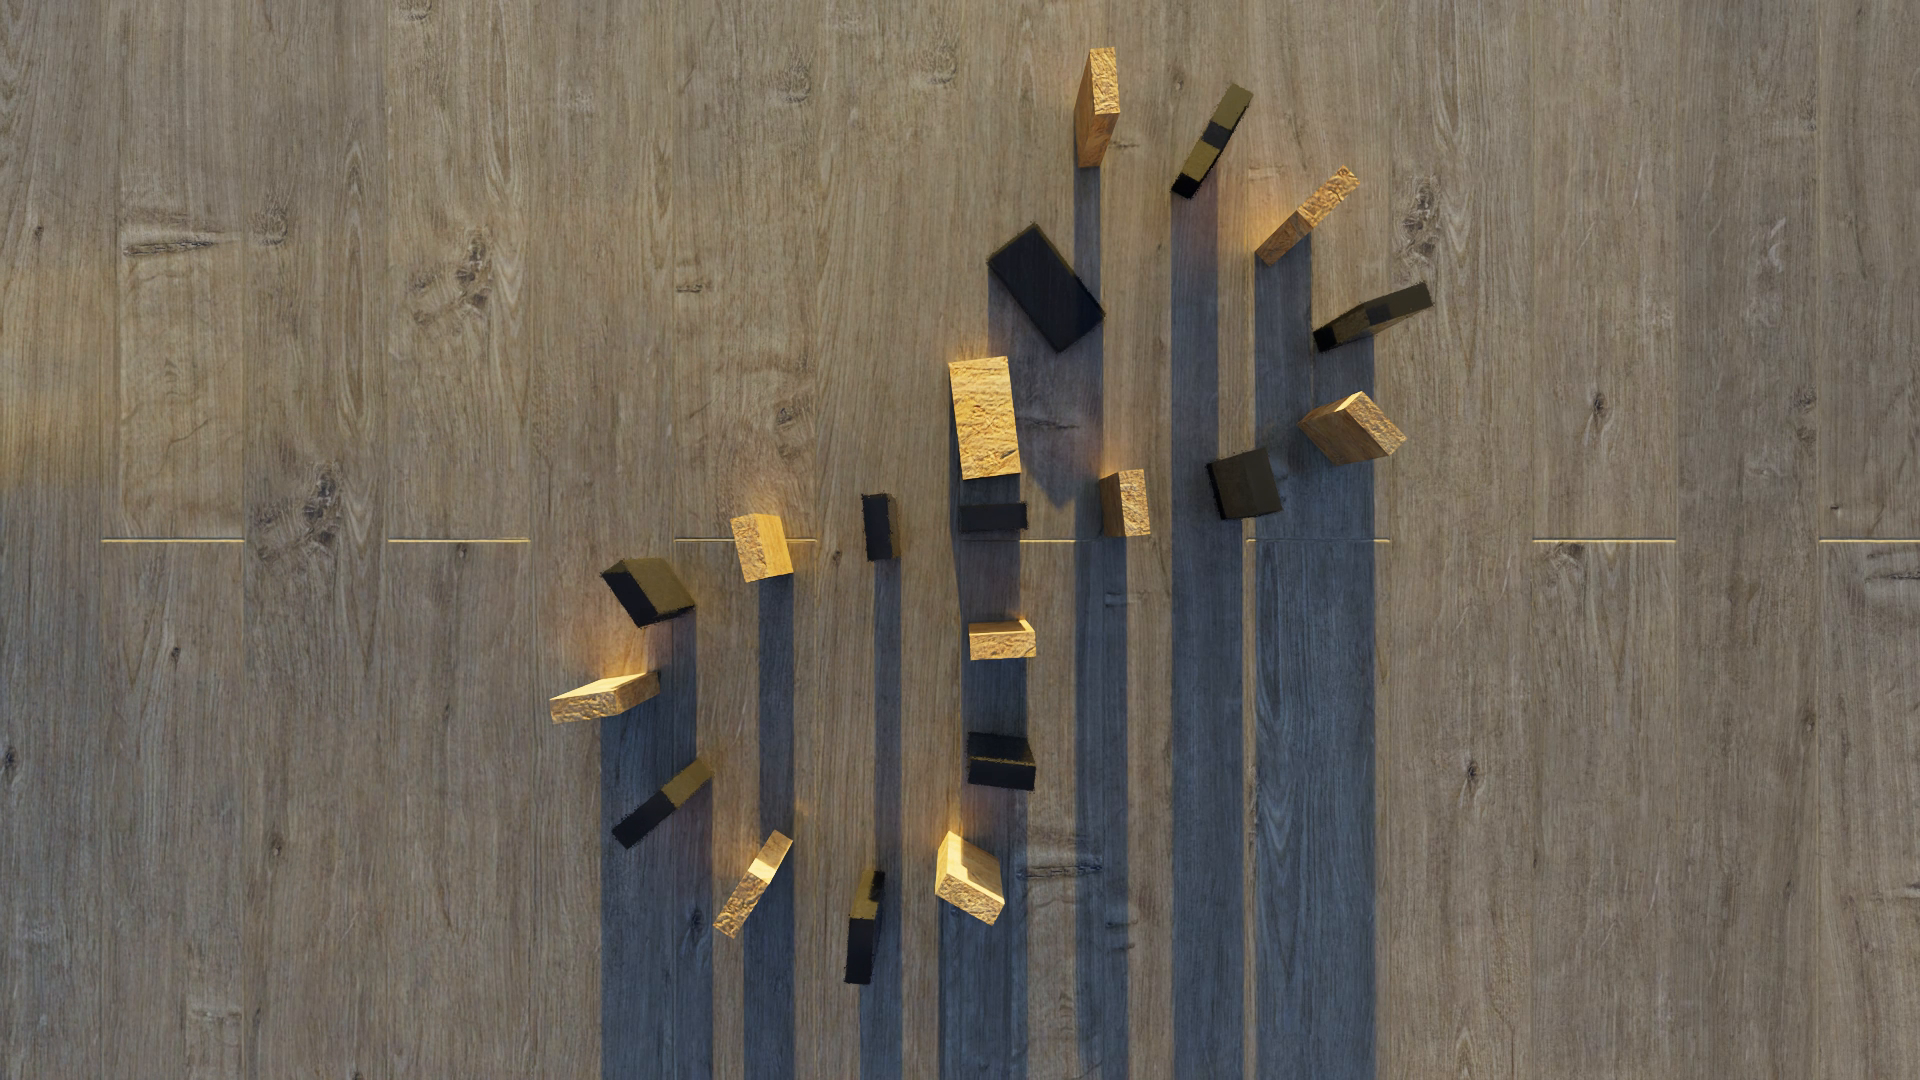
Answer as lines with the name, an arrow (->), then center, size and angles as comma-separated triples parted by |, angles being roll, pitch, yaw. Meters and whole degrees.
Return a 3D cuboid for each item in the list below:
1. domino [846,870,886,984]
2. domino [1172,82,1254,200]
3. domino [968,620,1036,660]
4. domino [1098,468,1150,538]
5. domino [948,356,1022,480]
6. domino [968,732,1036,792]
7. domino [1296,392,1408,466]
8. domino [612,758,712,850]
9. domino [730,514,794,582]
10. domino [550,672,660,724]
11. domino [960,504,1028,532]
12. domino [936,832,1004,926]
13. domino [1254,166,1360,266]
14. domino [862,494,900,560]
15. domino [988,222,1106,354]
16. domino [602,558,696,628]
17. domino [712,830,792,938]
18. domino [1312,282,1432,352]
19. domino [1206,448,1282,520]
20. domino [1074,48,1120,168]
domino -> -0.038, 0.157, 0.375 | 0.009, 0.050, 0.025 | 4, 90, 0
domino -> 0.102, -0.162, 0.375 | 0.010, 0.050, 0.025 | 29, 90, 0
domino -> 0.016, 0.040, 0.375 | 0.025, 0.050, 0.009 | -3, 90, 0
domino -> 0.067, -0.014, 0.375 | 0.009, 0.050, 0.025 | -6, 90, 0
domino -> 0.011, -0.052, 0.395 | 0.025, 0.010, 0.050 | -7, 90, 0
domino -> 0.016, 0.090, 0.375 | 0.025, 0.050, 0.009 | 7, 90, 0
domino -> 0.159, -0.045, 0.375 | 0.009, 0.050, 0.025 | -43, 90, 0
domino -> -0.121, 0.107, 0.375 | 0.025, 0.050, 0.009 | -40, 90, 0
domino -> -0.080, 0.003, 0.375 | 0.009, 0.050, 0.025 | -14, 90, 0
domino -> -0.144, 0.064, 0.375 | 0.025, 0.050, 0.010 | -8, 90, 0
domino -> 0.013, -0.009, 0.375 | 0.025, 0.050, 0.009 | -2, 90, 0
domino -> 0.004, 0.137, 0.375 | 0.025, 0.050, 0.010 | 29, 90, 0
domino -> 0.141, -0.131, 0.375 | 0.025, 0.050, 0.010 | -44, 90, 0
domino -> -0.032, -0.005, 0.375 | 0.010, 0.050, 0.025 | -5, 90, 0
domino -> 0.037, -0.108, 0.395 | 0.025, 0.010, 0.050 | -38, 90, 0
domino -> -0.126, 0.021, 0.375 | 0.010, 0.050, 0.025 | -35, 90, 0
domino -> -0.084, 0.139, 0.375 | 0.010, 0.050, 0.025 | 33, 90, 0
domino -> 0.167, -0.090, 0.375 | 0.025, 0.050, 0.009 | -18, 90, 0
domino -> 0.115, -0.022, 0.375 | 0.010, 0.050, 0.025 | -15, 90, 0
domino -> 0.055, -0.175, 0.375 | 0.009, 0.050, 0.025 | -5, 90, 0
